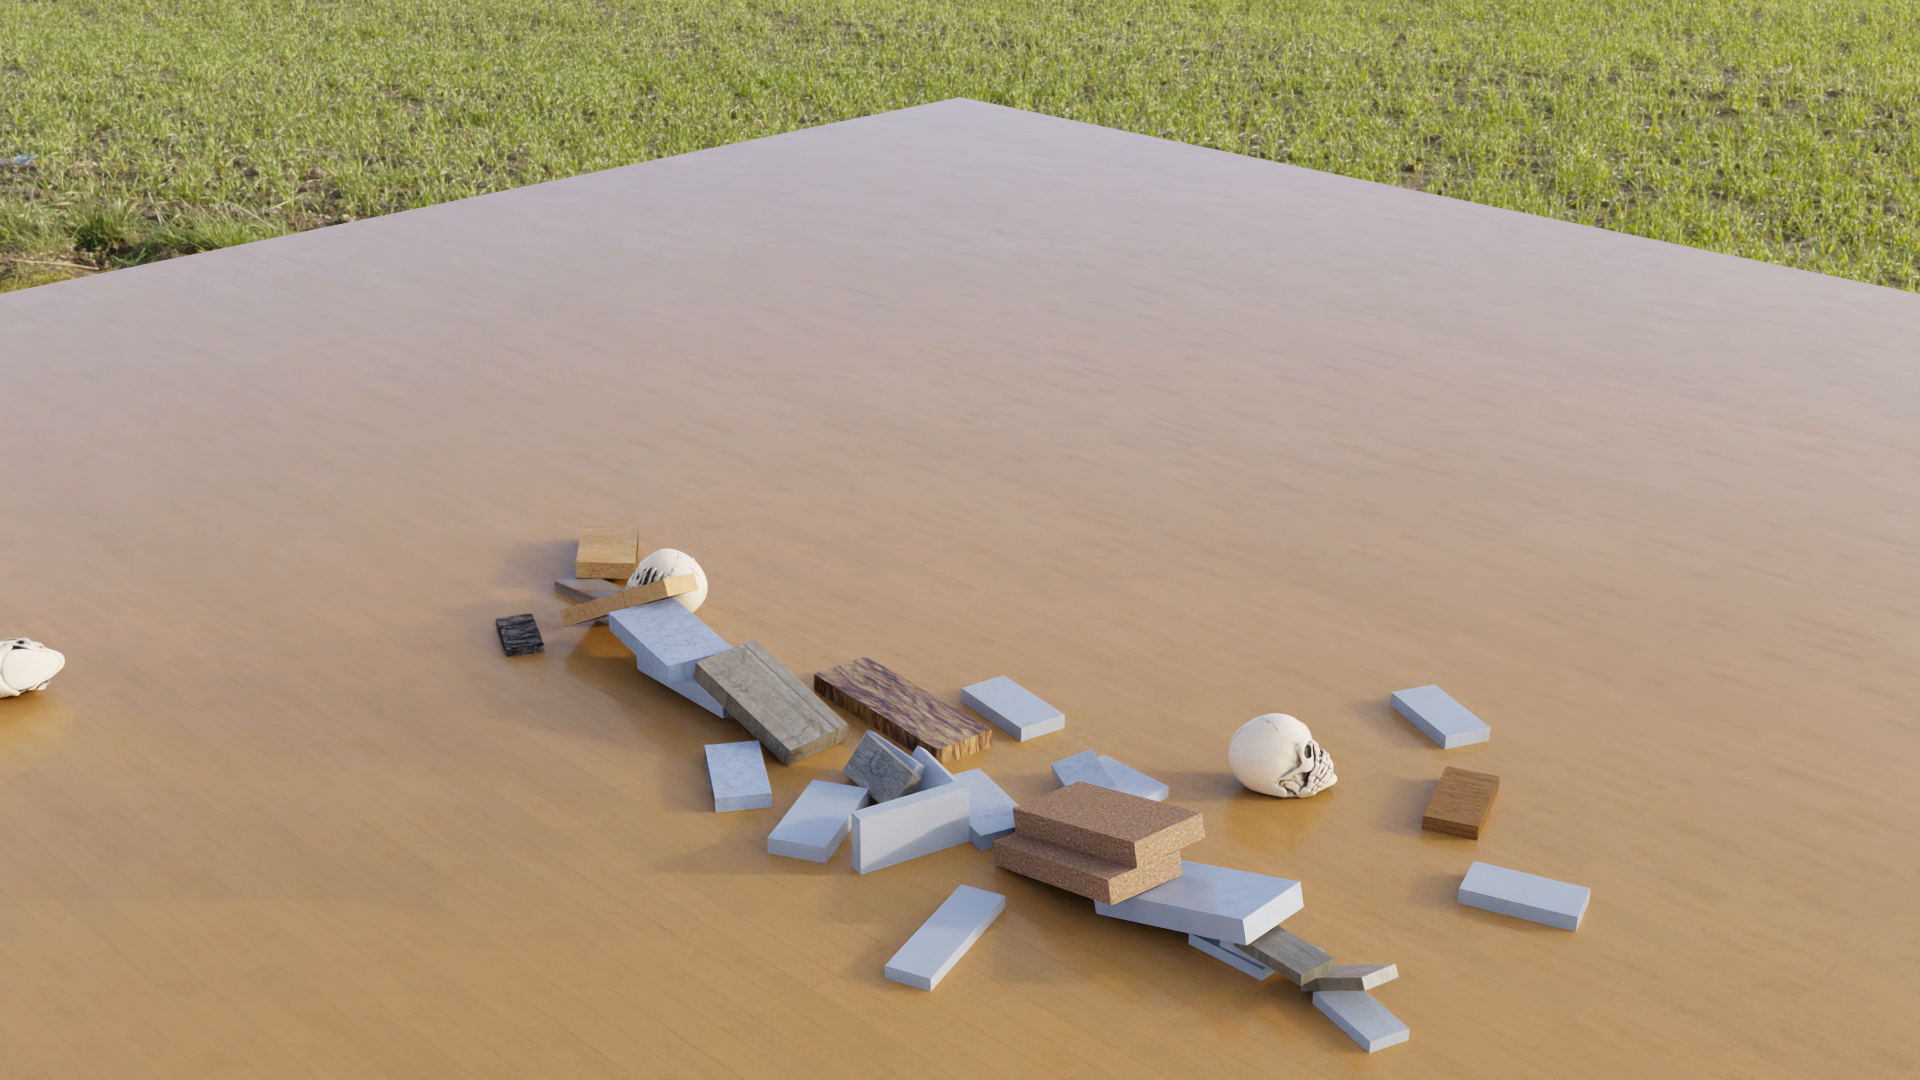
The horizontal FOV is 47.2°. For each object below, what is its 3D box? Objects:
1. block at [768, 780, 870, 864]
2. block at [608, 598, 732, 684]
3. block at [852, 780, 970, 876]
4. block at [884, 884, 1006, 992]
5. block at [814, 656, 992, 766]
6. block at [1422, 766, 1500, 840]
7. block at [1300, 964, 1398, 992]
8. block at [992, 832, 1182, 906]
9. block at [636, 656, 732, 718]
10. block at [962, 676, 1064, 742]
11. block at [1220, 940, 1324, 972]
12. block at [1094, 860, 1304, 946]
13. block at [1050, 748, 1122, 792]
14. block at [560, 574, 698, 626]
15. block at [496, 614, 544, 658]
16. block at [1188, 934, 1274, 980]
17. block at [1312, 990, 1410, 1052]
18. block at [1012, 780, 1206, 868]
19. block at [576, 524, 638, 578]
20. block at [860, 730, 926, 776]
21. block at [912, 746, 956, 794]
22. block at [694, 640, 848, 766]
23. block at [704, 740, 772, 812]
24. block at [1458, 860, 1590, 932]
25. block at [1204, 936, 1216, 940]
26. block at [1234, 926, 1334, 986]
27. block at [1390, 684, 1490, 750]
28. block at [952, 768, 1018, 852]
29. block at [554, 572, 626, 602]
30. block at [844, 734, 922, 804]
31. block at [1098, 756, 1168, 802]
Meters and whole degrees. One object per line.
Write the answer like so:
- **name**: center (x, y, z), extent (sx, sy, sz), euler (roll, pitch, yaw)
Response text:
- **block**: center (-0.281, 0.560, 4.396), extent (0.122, 0.035, 0.245), euler (7, 24, 16)
- **block**: center (-0.655, 0.226, 4.988), extent (0.163, 0.046, 0.327), euler (-13, 26, -29)
- **block**: center (-0.095, 0.559, 4.286), extent (0.245, 0.122, 0.035), euler (-13, 26, -28)
- **block**: center (-0.025, 0.724, 4.021), extent (0.092, 0.026, 0.304), euler (11, 25, 24)
- **block**: center (-0.131, 0.372, 4.831), extent (0.146, 0.041, 0.455), euler (-17, 28, -35)
- **block**: center (1.018, 0.533, 4.465), extent (0.111, 0.031, 0.221), euler (10, 25, 21)
- **block**: center (0.675, 0.762, 3.831), extent (0.082, 0.023, 0.164), euler (-12, -3, -34)
- **block**: center (0.238, 0.603, 4.175), extent (0.175, 0.049, 0.349), euler (-17, 15, -34)
- **block**: center (-0.564, 0.299, 4.935), extent (0.163, 0.046, 0.327), euler (-19, 30, -38)
- **block**: center (0.115, 0.370, 4.847), extent (0.115, 0.033, 0.230), euler (-15, 27, -31)
- **block**: center (0.558, 0.731, 3.941), extent (0.167, 0.024, 0.084), euler (19, 30, 40)
- **block**: center (0.434, 0.657, 4.037), extent (0.349, 0.049, 0.175), euler (3, 19, 44)
- **block**: center (0.263, 0.502, 4.497), extent (0.092, 0.026, 0.184), euler (-19, 32, -11)
- **block**: center (-0.780, 0.141, 5.186), extent (0.292, 0.041, 0.146), euler (-16, -1, 22)
- **block**: center (-1.041, 0.225, 5.200), extent (0.086, 0.024, 0.172), euler (-8, 24, -17)
- **block**: center (0.506, 0.739, 3.989), extent (0.167, 0.024, 0.084), euler (21, 31, 41)
- **block**: center (0.691, 0.821, 3.796), extent (0.082, 0.023, 0.164), euler (-11, 26, -25)
- **block**: center (0.281, 0.540, 4.203), extent (0.175, 0.049, 0.349), euler (-17, 15, -36)
- **block**: center (-0.897, 0.028, 5.606), extent (0.146, 0.041, 0.292), euler (1, 19, -7)
- **block**: center (-0.154, 0.469, 4.541), extent (0.026, 0.092, 0.184), euler (31, -2, -42)
- **block**: center (-0.062, 0.499, 4.470), extent (0.026, 0.092, 0.184), euler (30, 4, -34)
- **block**: center (-0.411, 0.349, 4.756), extent (0.163, 0.046, 0.327), euler (-21, 48, -39)
- **block**: center (-0.462, 0.489, 4.567), extent (0.115, 0.033, 0.230), euler (-5, 23, -10)
- **block**: center (1.062, 0.670, 4.142), extent (0.221, 0.031, 0.111), euler (11, 25, 24)
- **block**: center (0.432, 0.693, 4.048), extent (0.084, 0.024, 0.167), euler (-21, 17, -40)
- **block**: center (0.572, 0.728, 3.886), extent (0.082, 0.023, 0.164), euler (-17, 27, -34)
- **block**: center (1.049, 0.385, 4.812), extent (0.111, 0.031, 0.221), euler (-9, 24, -19)
- **block**: center (0.040, 0.542, 4.439), extent (0.122, 0.035, 0.245), euler (-11, 25, -24)
- **block**: center (-0.915, 0.122, 5.442), extent (0.172, 0.024, 0.086), euler (19, 29, 37)
- **block**: center (-0.160, 0.480, 4.502), extent (0.026, 0.092, 0.184), euler (31, 3, -42)
- **block**: center (0.331, 0.502, 4.543), extent (0.092, 0.026, 0.184), euler (-20, 30, -38)
